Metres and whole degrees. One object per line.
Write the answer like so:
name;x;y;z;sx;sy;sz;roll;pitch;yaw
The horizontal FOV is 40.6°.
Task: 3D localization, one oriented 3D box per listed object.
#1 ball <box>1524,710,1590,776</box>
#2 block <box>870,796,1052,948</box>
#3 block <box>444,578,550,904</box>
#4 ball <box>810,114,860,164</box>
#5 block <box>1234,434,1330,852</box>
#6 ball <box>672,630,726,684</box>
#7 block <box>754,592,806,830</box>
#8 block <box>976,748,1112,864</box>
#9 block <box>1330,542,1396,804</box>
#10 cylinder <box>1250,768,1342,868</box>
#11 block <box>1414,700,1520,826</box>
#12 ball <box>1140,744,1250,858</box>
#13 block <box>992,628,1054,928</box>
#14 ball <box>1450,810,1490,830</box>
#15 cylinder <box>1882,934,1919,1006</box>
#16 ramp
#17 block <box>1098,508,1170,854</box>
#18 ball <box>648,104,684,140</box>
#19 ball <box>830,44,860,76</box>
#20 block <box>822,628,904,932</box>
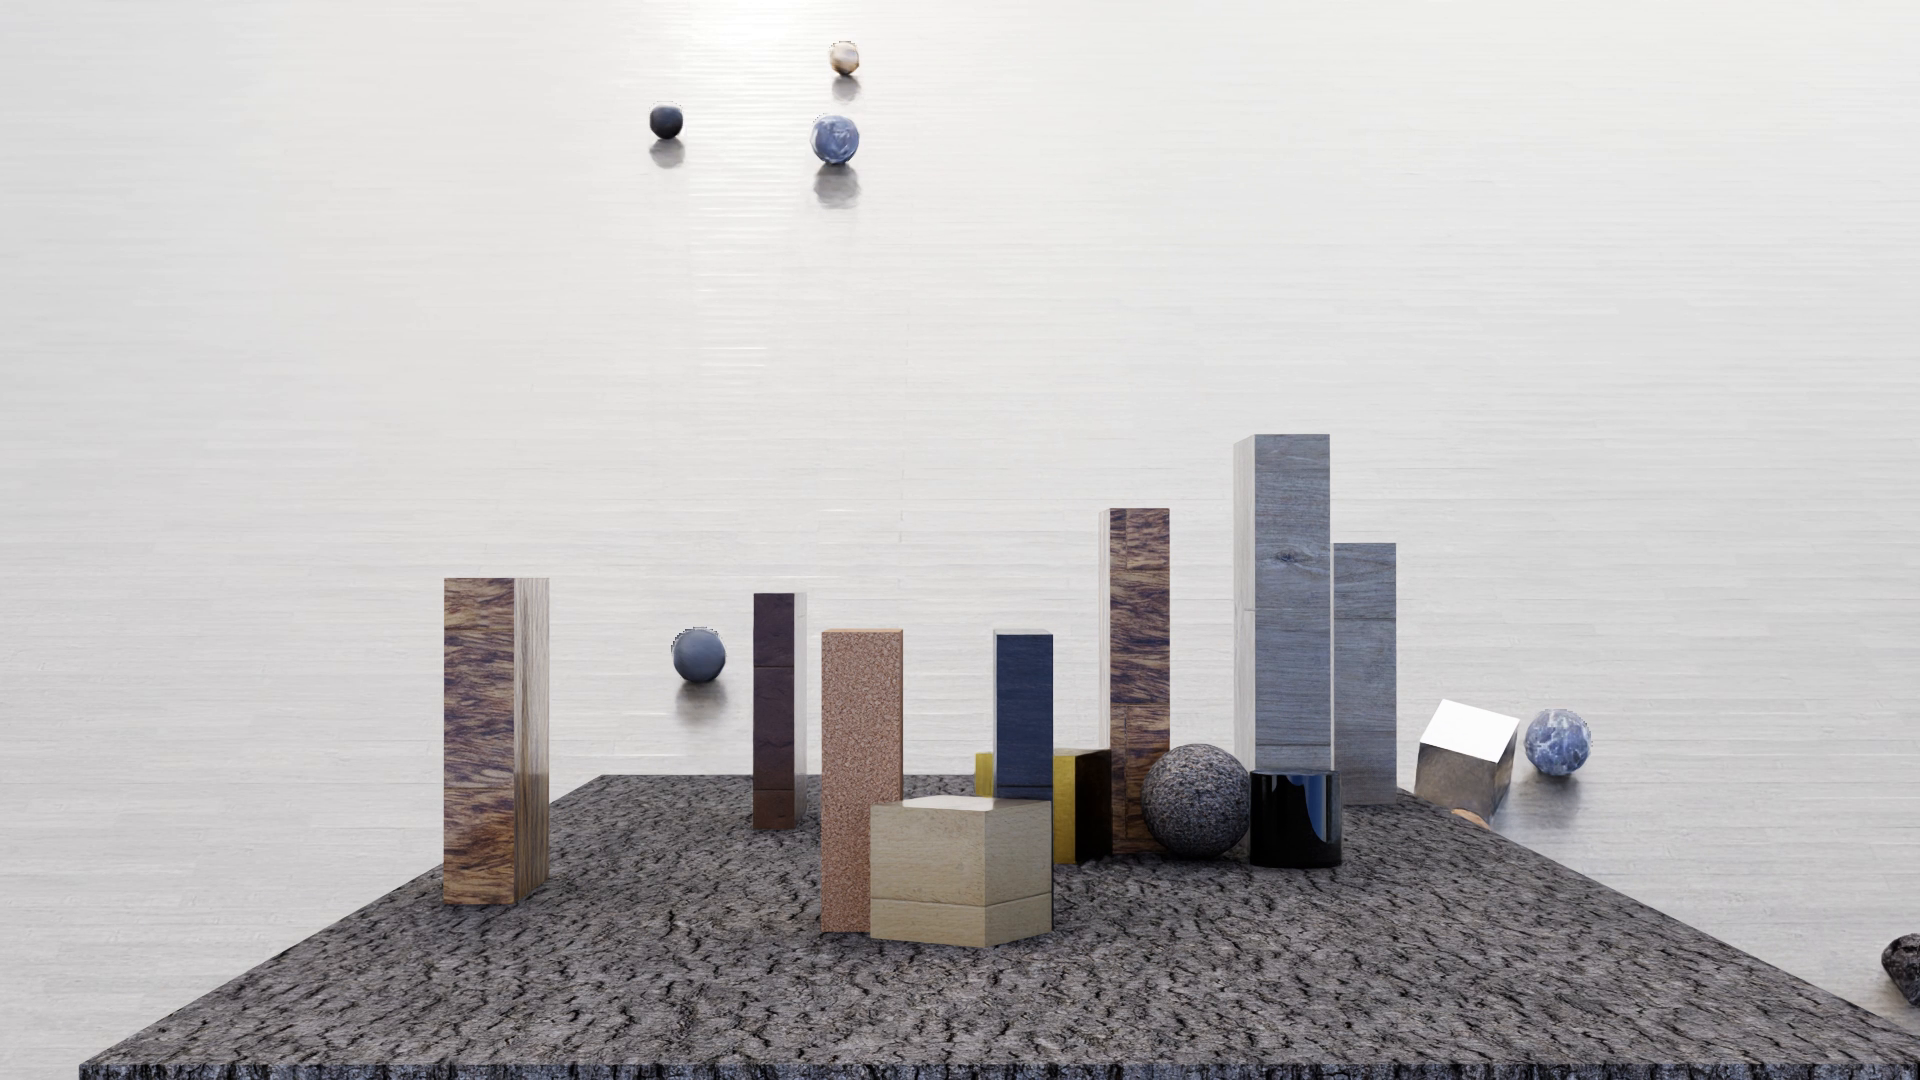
ball;1.576;0.536;6.839;0.171;0.171;0.171;0;32;0
block;0.002;0.471;3.716;0.189;0.189;0.189;-1;-1;31
block;-0.755;0.318;4.243;0.110;0.512;0.351;0;-1;0
ball;-0.491;-1.569;10.153;0.195;0.195;0.195;0;32;0
block;0.606;0.196;4.903;0.138;0.773;0.366;0;-1;0
ball;-0.723;0.323;7.196;0.149;0.149;0.149;0;32;0
block;-0.379;0.351;5.487;0.084;0.479;0.433;0;-1;0
block;0.156;0.484;4.762;0.192;0.192;0.192;0;-1;24
block;0.912;0.303;6.037;0.141;0.589;0.411;0;-1;0
cylinder;0.600;0.497;4.633;0.164;0.164;0.164;0;-1;0
block;1.316;0.577;6.741;0.205;0.205;0.205;14;35;22
ball;0.433;0.475;4.718;0.209;0.209;0.209;0;32;0
block;0.095;0.355;4.002;0.083;0.429;0.410;0;-1;0
ball;1.202;0.728;6.237;0.159;0.159;0.159;0;32;0
cylinder;2.262;1.017;6.123;0.121;0.121;0.121;-6;33;-9
ramp;0.072;0.630;4.727;2.000;0.100;4.000;0;-1;0
block;0.335;0.263;5.015;0.111;0.641;0.397;0;-1;0
ball;-1.175;-1.677;10.375;0.142;0.142;0.142;0;32;0
ball;-0.486;-2.029;10.942;0.131;0.131;0.131;0;32;0
block;-0.144;0.352;3.879;0.113;0.433;0.257;0;-1;0
